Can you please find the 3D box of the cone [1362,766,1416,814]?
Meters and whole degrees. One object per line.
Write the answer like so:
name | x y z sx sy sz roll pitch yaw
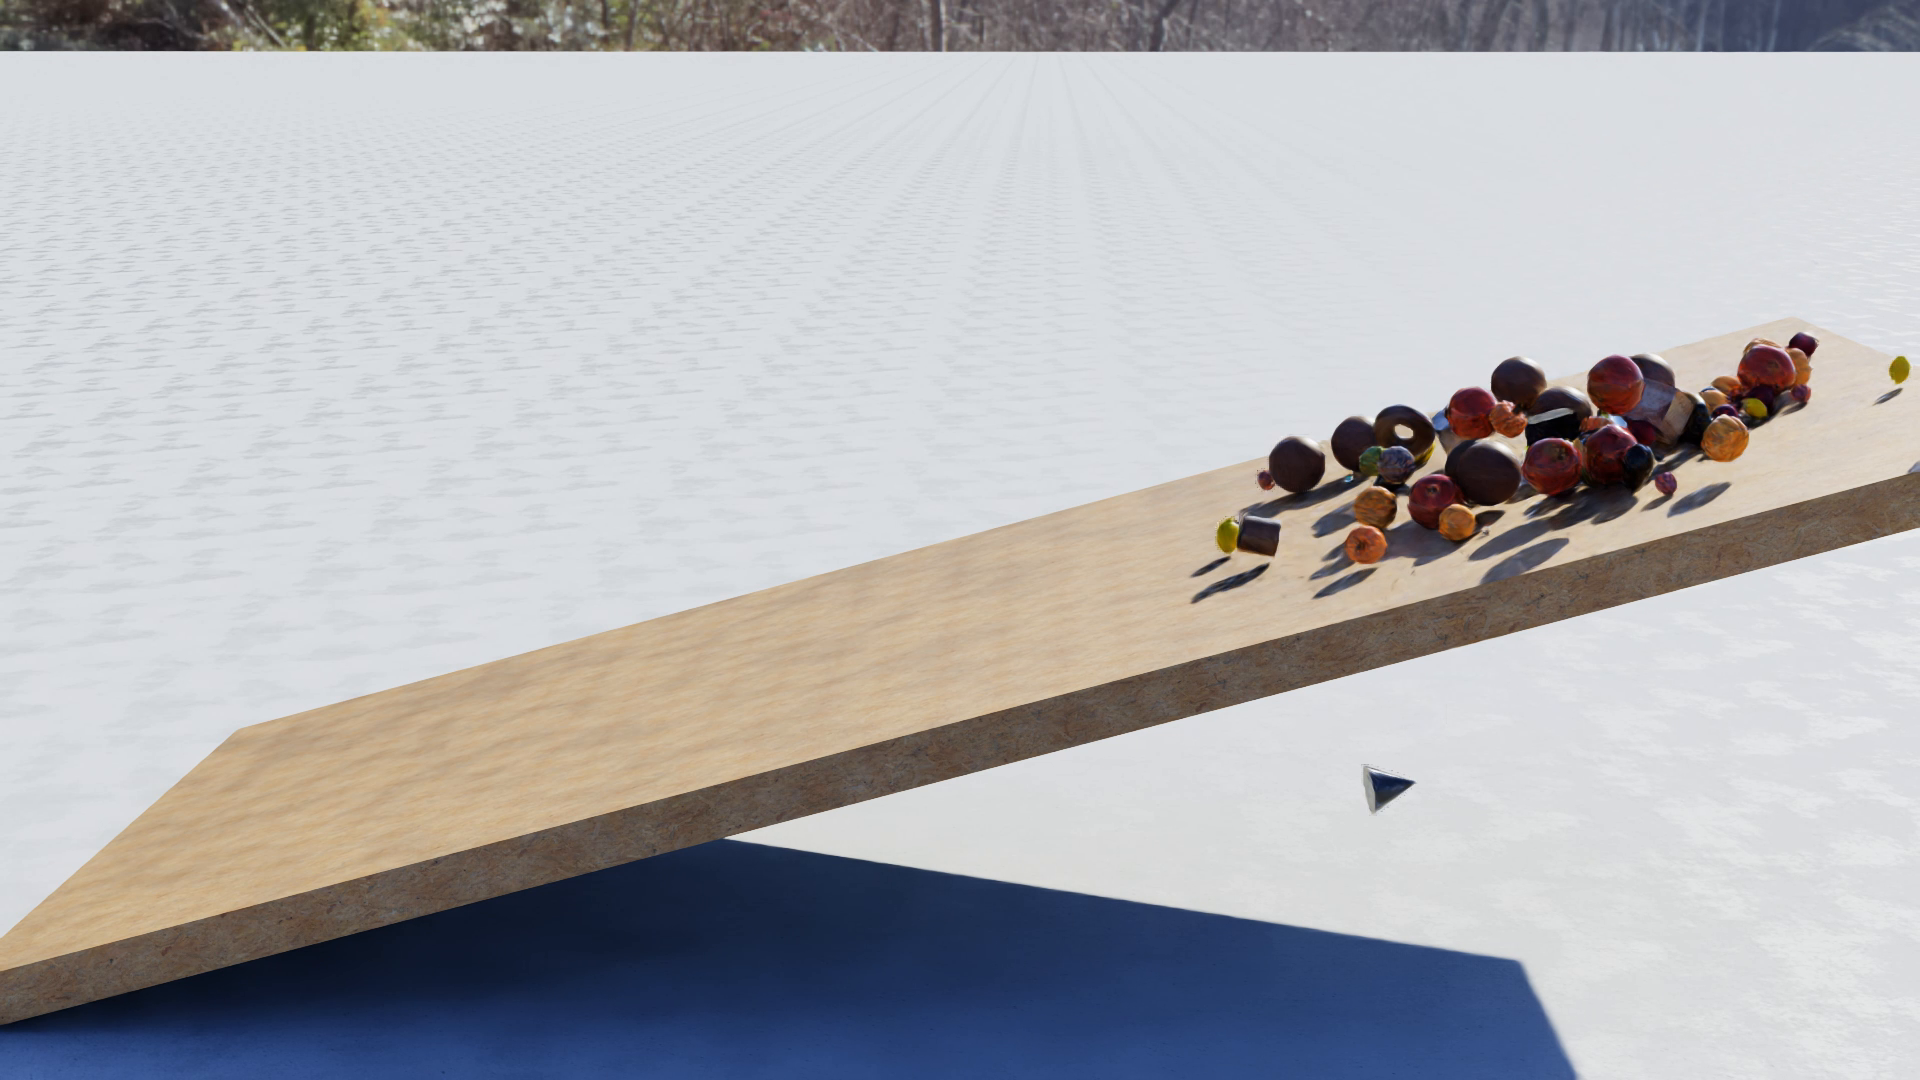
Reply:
cone | 0.709 0.402 4.807 0.081 0.081 0.081 -9 11 -4

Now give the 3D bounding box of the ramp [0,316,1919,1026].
ramp | 0.082 0.190 6.328 4.000 0.100 2.000 -15 9 4

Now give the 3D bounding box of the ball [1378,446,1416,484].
ball | 0.884 -0.152 5.953 0.077 0.077 0.077 0 10 0

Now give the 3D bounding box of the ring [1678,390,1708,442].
ring | 1.477 -0.253 6.060 0.130 0.043 0.130 -17 44 17

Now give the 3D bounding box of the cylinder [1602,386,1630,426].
cylinder | 1.387 -0.281 6.176 0.060 0.060 0.060 -10 -33 -6

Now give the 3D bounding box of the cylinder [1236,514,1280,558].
cylinder | 0.605 -0.008 5.966 0.076 0.076 0.076 10 10 0

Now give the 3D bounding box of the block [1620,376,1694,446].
block | 1.398 -0.258 5.896 0.091 0.091 0.091 24 -6 39

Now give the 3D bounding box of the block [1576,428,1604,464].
block | 1.311 -0.196 6.092 0.056 0.056 0.056 -11 10 12

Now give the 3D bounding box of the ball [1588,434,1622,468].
ball | 1.312 -0.180 5.977 0.067 0.067 0.067 0 10 0

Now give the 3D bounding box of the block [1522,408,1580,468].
block | 1.250 -0.215 6.192 0.097 0.097 0.097 -15 9 1

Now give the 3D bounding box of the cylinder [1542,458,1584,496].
cylinder | 1.202 -0.126 5.858 0.060 0.060 0.060 9 24 43

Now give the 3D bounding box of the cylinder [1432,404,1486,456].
cylinder | 1.093 -0.236 6.452 0.090 0.090 0.090 -26 27 14

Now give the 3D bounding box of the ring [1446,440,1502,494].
ring | 1.058 -0.152 6.062 0.121 0.121 0.040 -2 28 -12

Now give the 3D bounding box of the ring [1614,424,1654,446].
ring | 1.425 -0.226 6.153 0.112 0.037 0.112 -14 8 2

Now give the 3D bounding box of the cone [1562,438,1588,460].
cone | 1.246 -0.175 5.989 0.050 0.050 0.050 -30 10 4
